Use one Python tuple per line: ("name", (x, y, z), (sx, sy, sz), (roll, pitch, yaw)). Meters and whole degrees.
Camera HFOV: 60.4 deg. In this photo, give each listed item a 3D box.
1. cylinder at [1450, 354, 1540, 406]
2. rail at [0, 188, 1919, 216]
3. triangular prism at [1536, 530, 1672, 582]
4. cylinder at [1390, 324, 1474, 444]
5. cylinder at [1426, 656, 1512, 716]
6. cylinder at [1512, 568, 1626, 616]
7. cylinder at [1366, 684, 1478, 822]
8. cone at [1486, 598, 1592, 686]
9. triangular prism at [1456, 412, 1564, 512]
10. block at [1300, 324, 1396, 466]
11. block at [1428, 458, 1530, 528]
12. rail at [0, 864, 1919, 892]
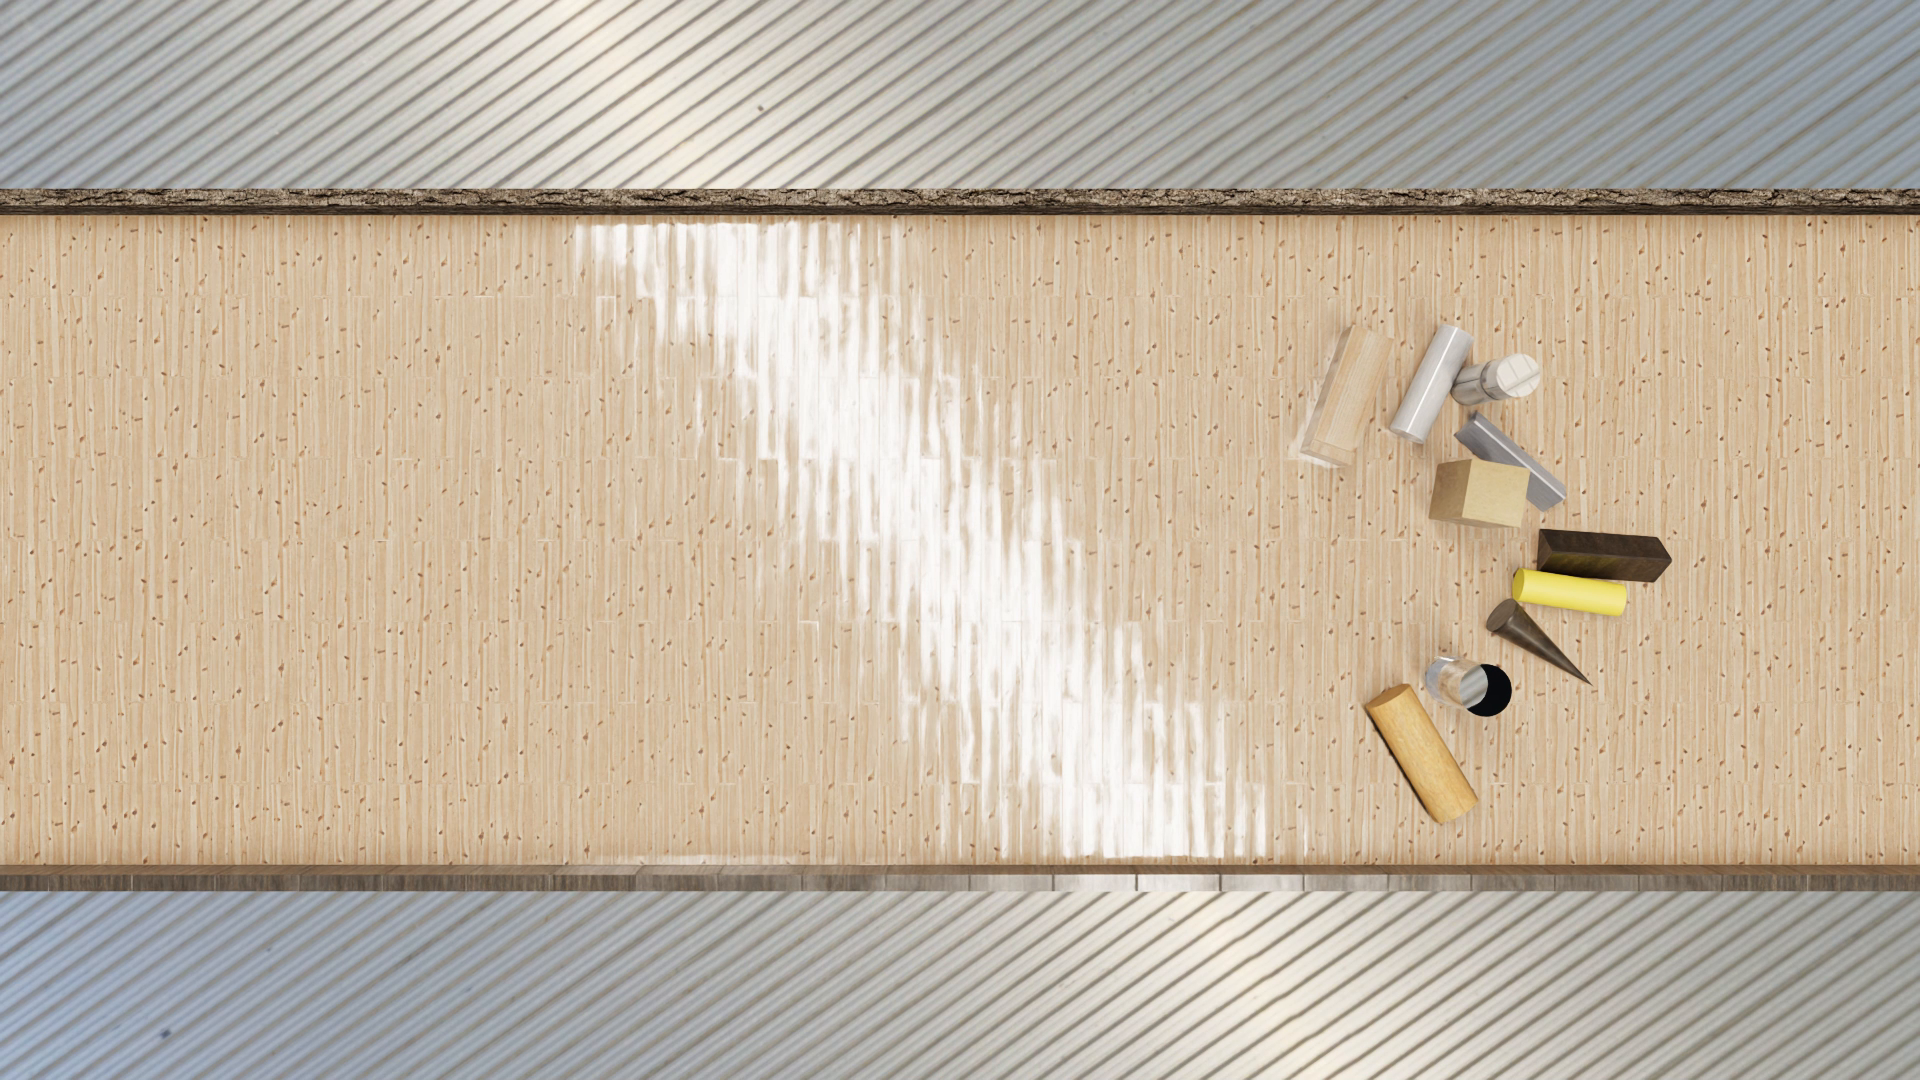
("cylinder", (1.565, -0.467, 4.847), (0.122, 0.455, 0.122), (0, 91, 0))
("rail", (-2.247, -1.025, 5.002), (12.000, 0.150, 0.050), (0, 90, 0))
("triangular prism", (1.959, 0.049, 5.013), (0.362, 0.120, 0.138), (4, 90, 0))
("cylinder", (1.436, -0.474, 5.020), (0.114, 0.114, 0.349), (26, 90, 0))
("cylinder", (1.509, 0.432, 4.905), (0.152, 0.343, 0.152), (0, 90, 0))
("cylinder", (1.856, 0.160, 5.027), (0.312, 0.100, 0.100), (9, 90, 0))
("cylinder", (1.401, 0.646, 5.002), (0.148, 0.148, 0.402), (-31, 90, 0))
("cone", (1.799, 0.340, 5.046), (0.387, 0.122, 0.122), (36, 90, -9))
("triangular prism", (1.692, -0.242, 5.029), (0.358, 0.090, 0.104), (41, 90, 0))
("block", (1.175, -0.435, 5.009), (0.136, 0.136, 0.398), (20, 90, 0))
("block", (1.541, -0.135, 4.910), (0.171, 0.331, 0.171), (10, 90, 0))
("rail", (-2.247, 1.025, 5.001), (12.000, 0.150, 0.050), (0, 90, 0))
